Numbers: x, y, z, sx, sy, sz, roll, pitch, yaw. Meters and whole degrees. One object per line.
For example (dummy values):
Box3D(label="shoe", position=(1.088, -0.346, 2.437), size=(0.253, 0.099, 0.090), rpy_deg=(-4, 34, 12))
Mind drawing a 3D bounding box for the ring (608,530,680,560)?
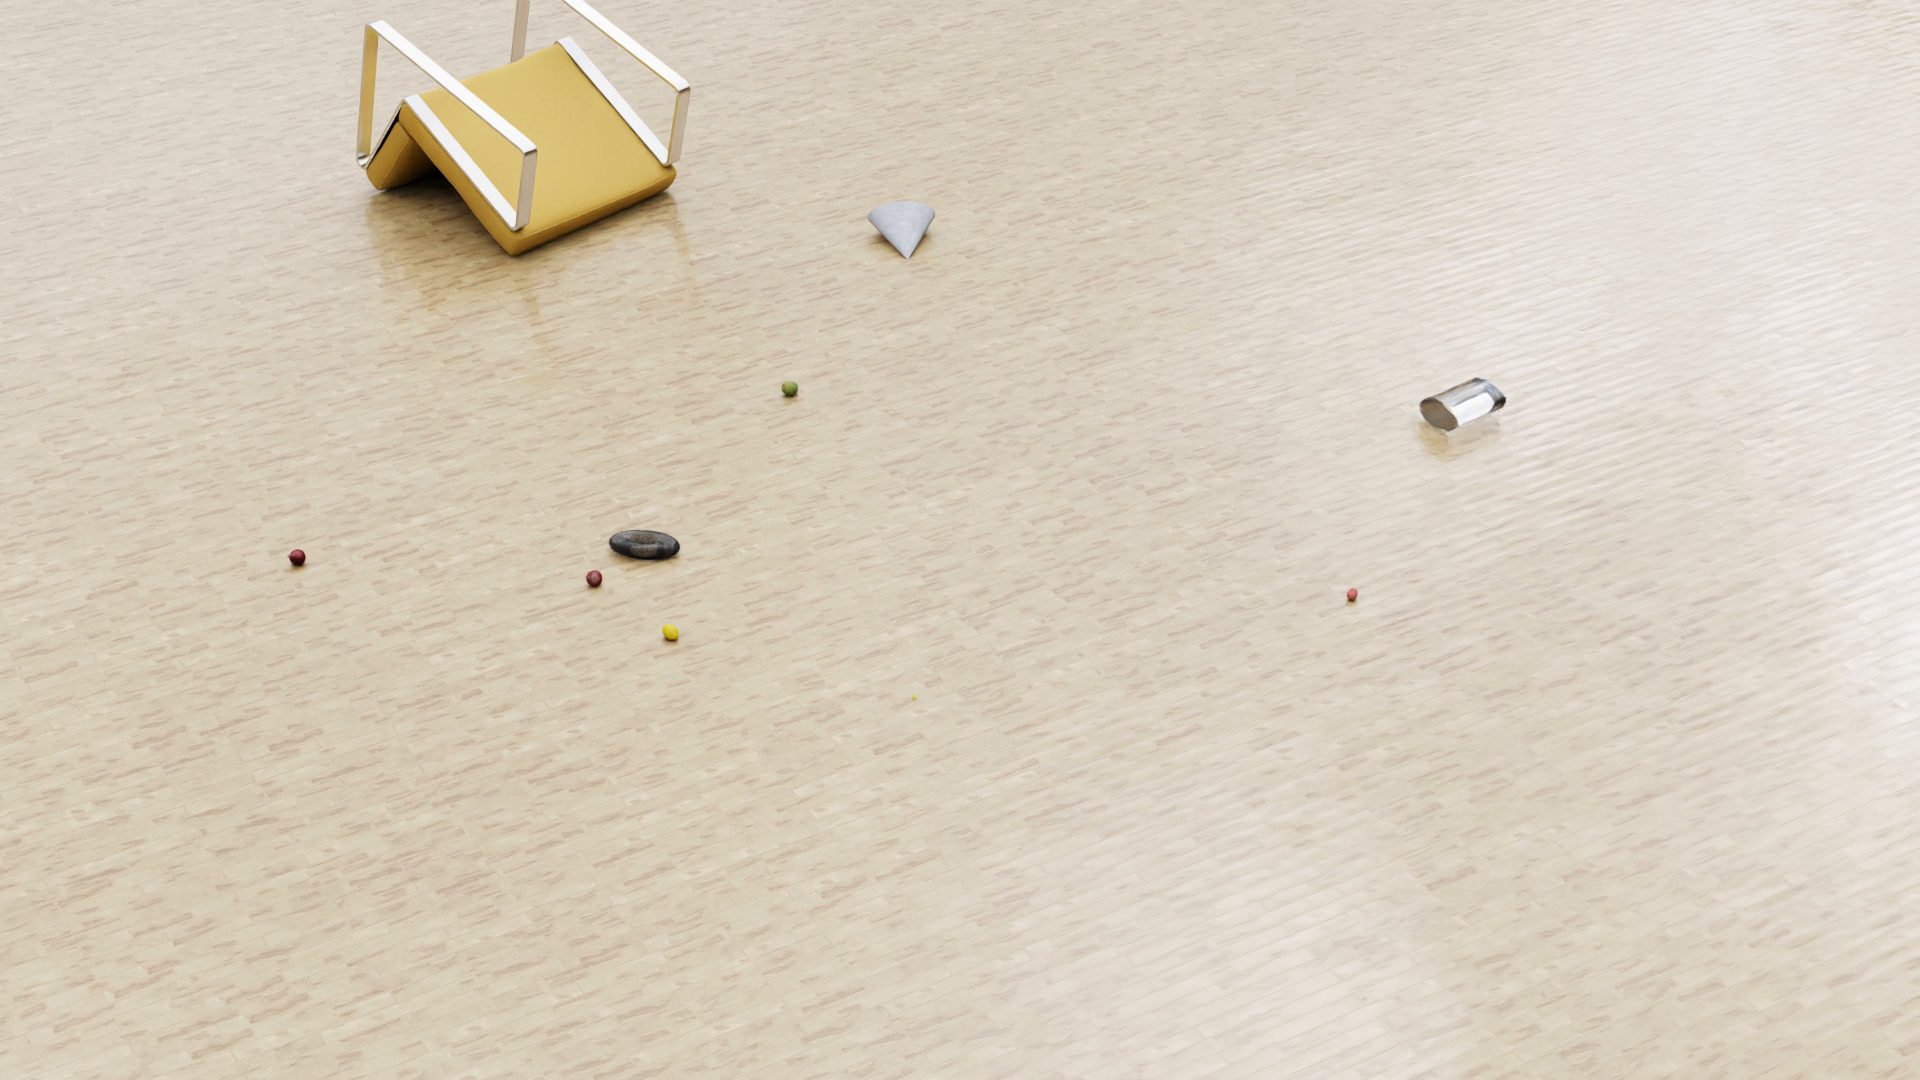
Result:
Box3D(label="ring", position=(-1.169, 0.017, 10.863), size=(0.270, 0.062, 0.144), rpy_deg=(5, 33, 7))

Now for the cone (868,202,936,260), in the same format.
Box3D(label="cone", position=(-0.243, -1.328, 12.888), size=(0.303, 0.166, 0.285), rpy_deg=(-3, 50, -7))

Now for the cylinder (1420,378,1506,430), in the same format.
Box3D(label="cylinder", position=(1.997, -0.541, 11.652), size=(0.269, 0.122, 0.214), rpy_deg=(-23, 33, -30))
